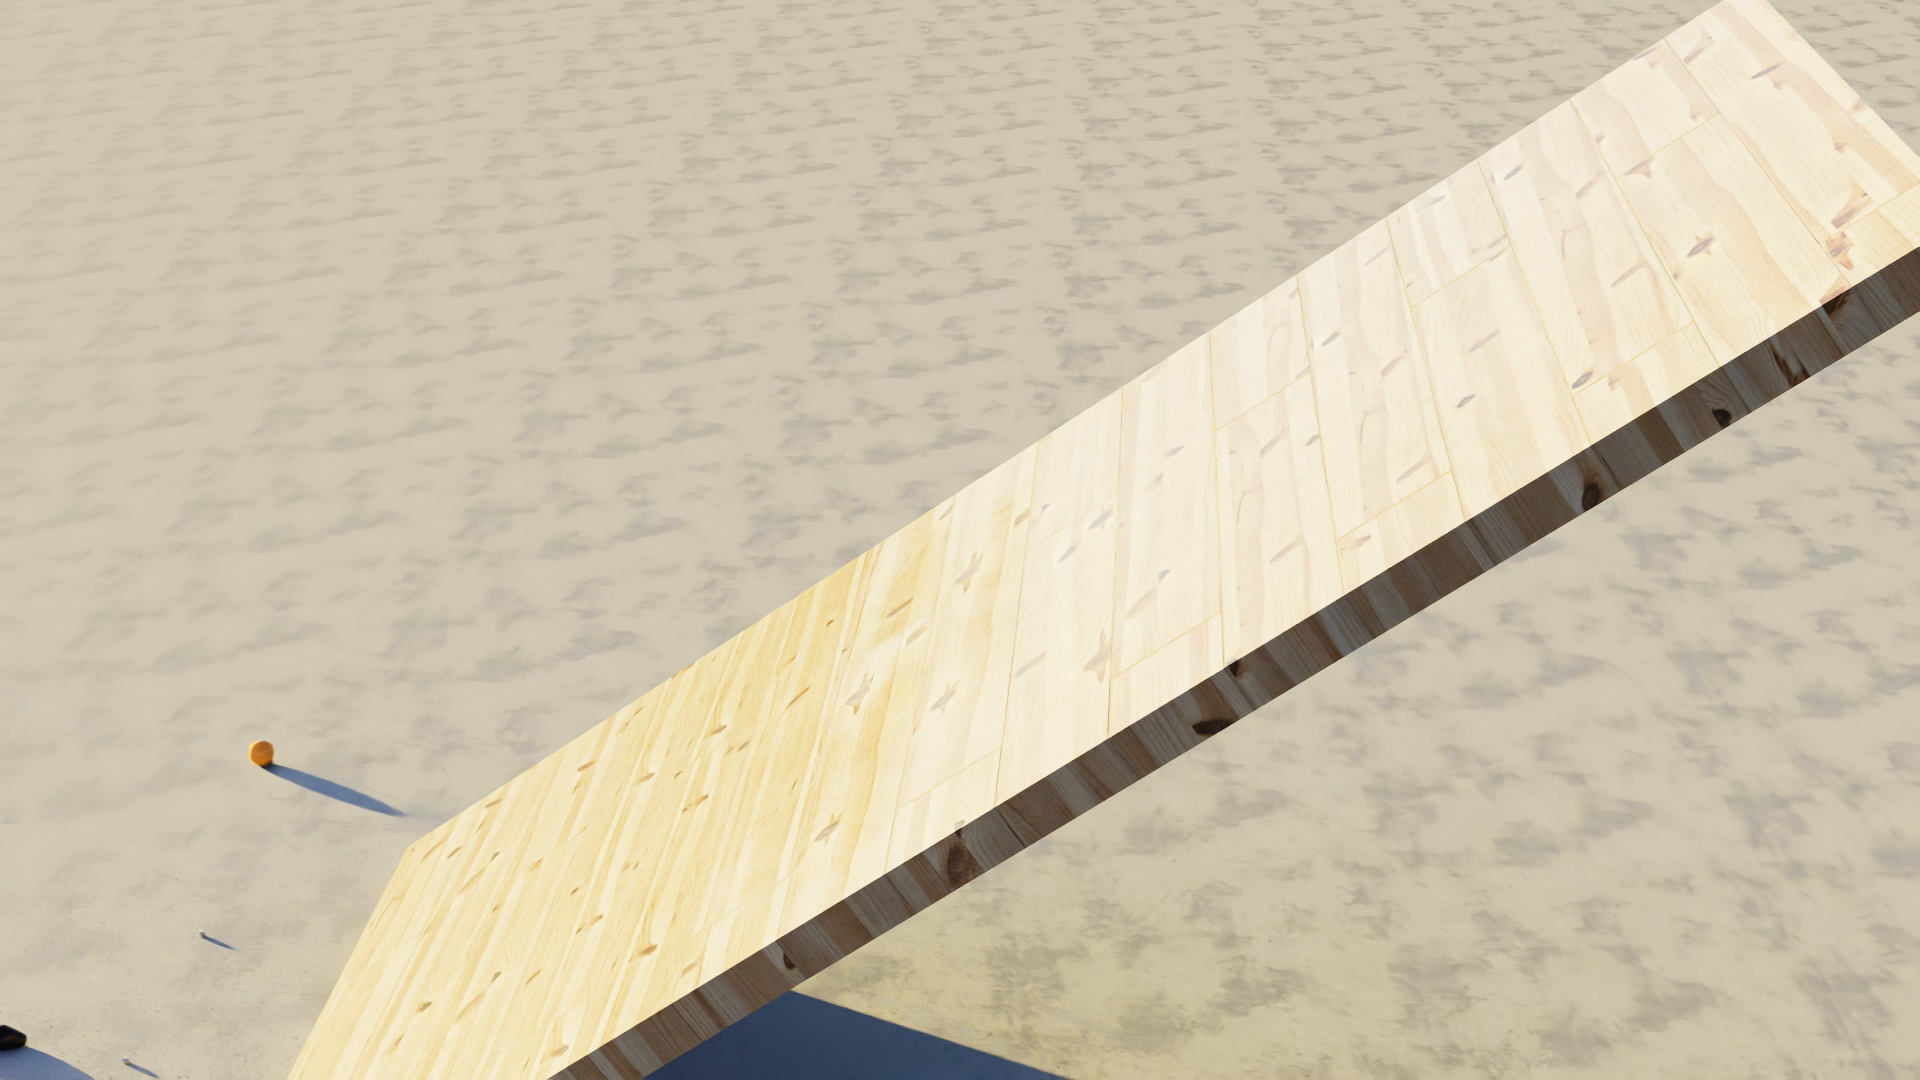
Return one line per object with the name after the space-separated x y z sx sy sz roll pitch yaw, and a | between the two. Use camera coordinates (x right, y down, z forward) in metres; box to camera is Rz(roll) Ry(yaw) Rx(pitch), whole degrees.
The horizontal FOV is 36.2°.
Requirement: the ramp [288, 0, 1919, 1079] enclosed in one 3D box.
0.135 0.174 6.307 4.000 0.100 2.000 -33 16 15 | ramp
